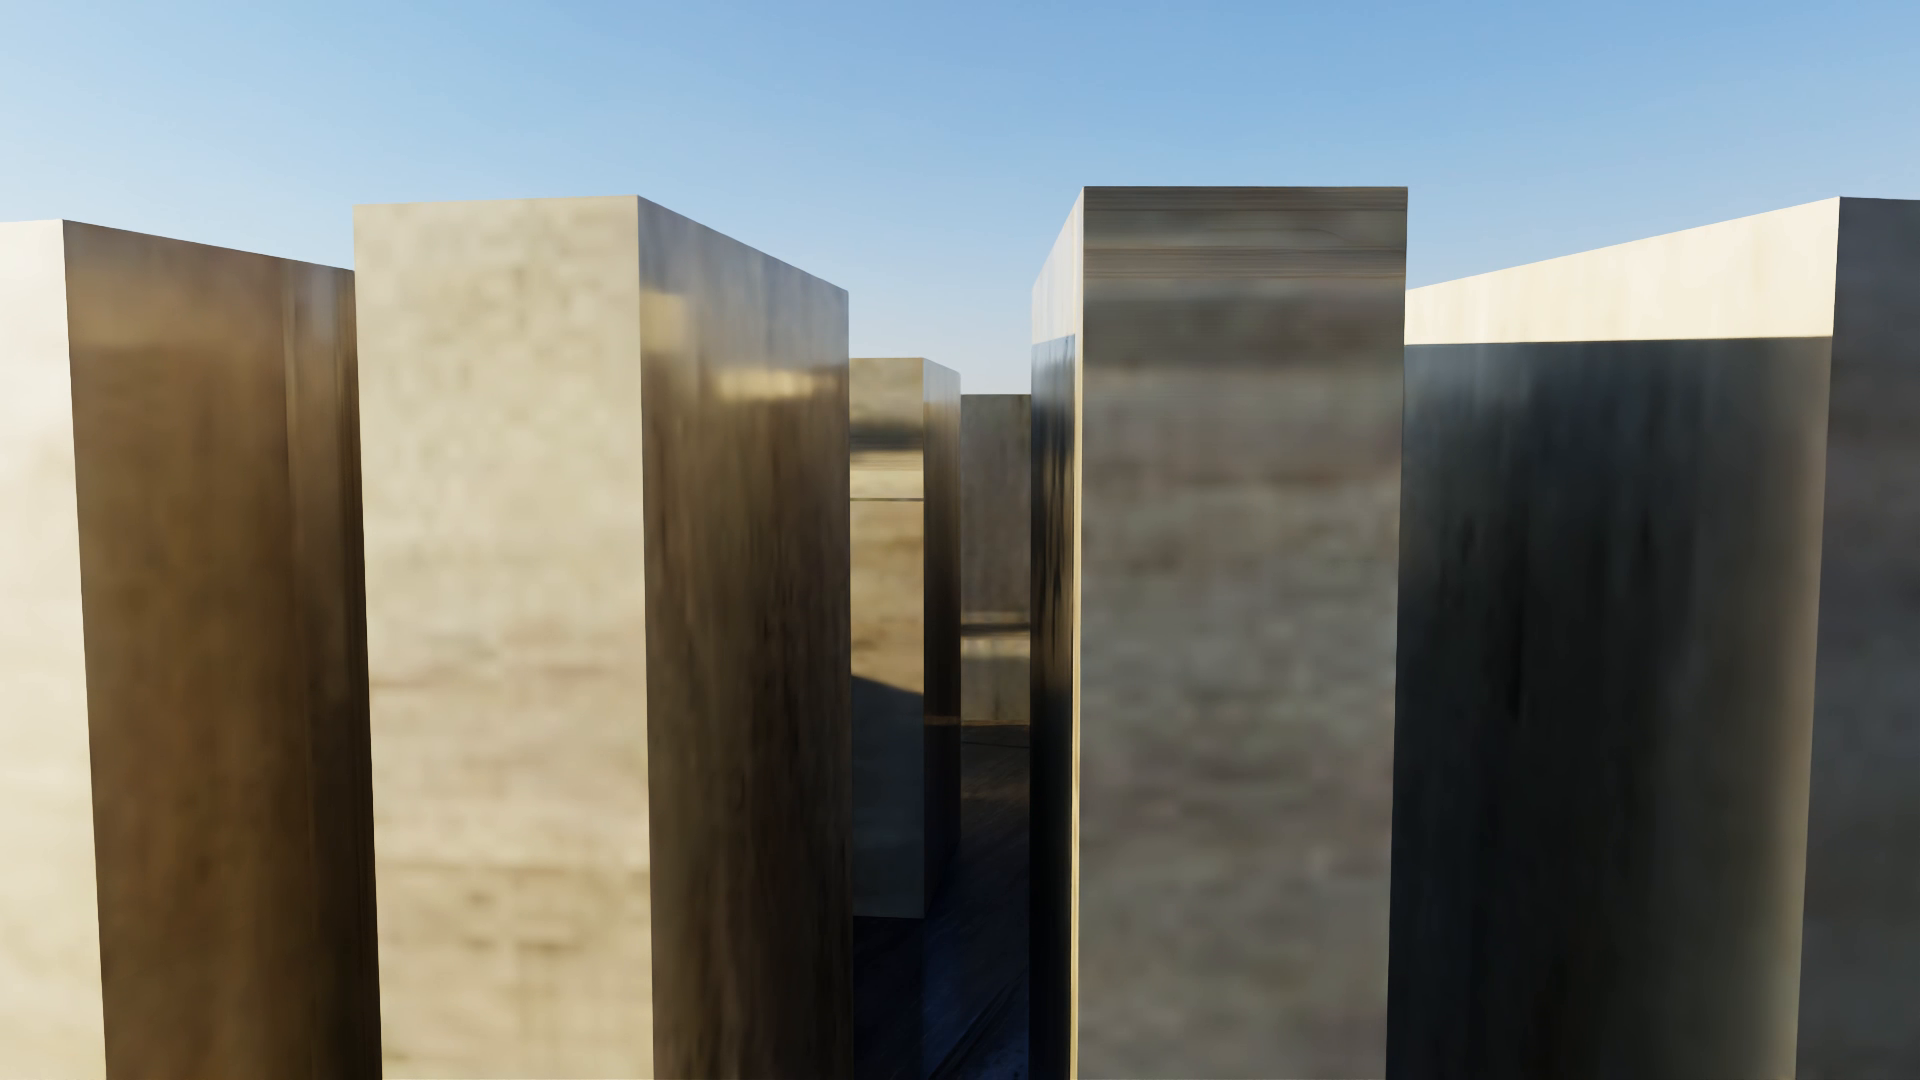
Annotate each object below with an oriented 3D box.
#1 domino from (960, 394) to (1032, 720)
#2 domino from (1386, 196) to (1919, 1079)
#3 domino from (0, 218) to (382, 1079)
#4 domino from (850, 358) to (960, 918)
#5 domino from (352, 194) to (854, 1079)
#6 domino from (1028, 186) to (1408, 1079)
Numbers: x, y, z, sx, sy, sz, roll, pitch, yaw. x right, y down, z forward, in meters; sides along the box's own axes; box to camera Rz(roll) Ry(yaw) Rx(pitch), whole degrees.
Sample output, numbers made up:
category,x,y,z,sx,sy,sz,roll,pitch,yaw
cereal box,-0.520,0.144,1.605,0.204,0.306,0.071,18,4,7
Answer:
category,x,y,z,sx,sy,sz,roll,pitch,yaw
domino,0.000,0.002,0.201,0.025,0.050,0.009,0,4,0
domino,0.029,0.013,0.054,0.009,0.050,0.025,-1,4,-11
domino,-0.031,0.013,0.058,0.010,0.050,0.025,1,4,16
domino,-0.006,0.008,0.126,0.009,0.050,0.025,1,4,8
domino,-0.012,0.014,0.054,0.010,0.050,0.025,1,4,10
domino,0.008,0.014,0.052,0.009,0.050,0.025,0,4,0
